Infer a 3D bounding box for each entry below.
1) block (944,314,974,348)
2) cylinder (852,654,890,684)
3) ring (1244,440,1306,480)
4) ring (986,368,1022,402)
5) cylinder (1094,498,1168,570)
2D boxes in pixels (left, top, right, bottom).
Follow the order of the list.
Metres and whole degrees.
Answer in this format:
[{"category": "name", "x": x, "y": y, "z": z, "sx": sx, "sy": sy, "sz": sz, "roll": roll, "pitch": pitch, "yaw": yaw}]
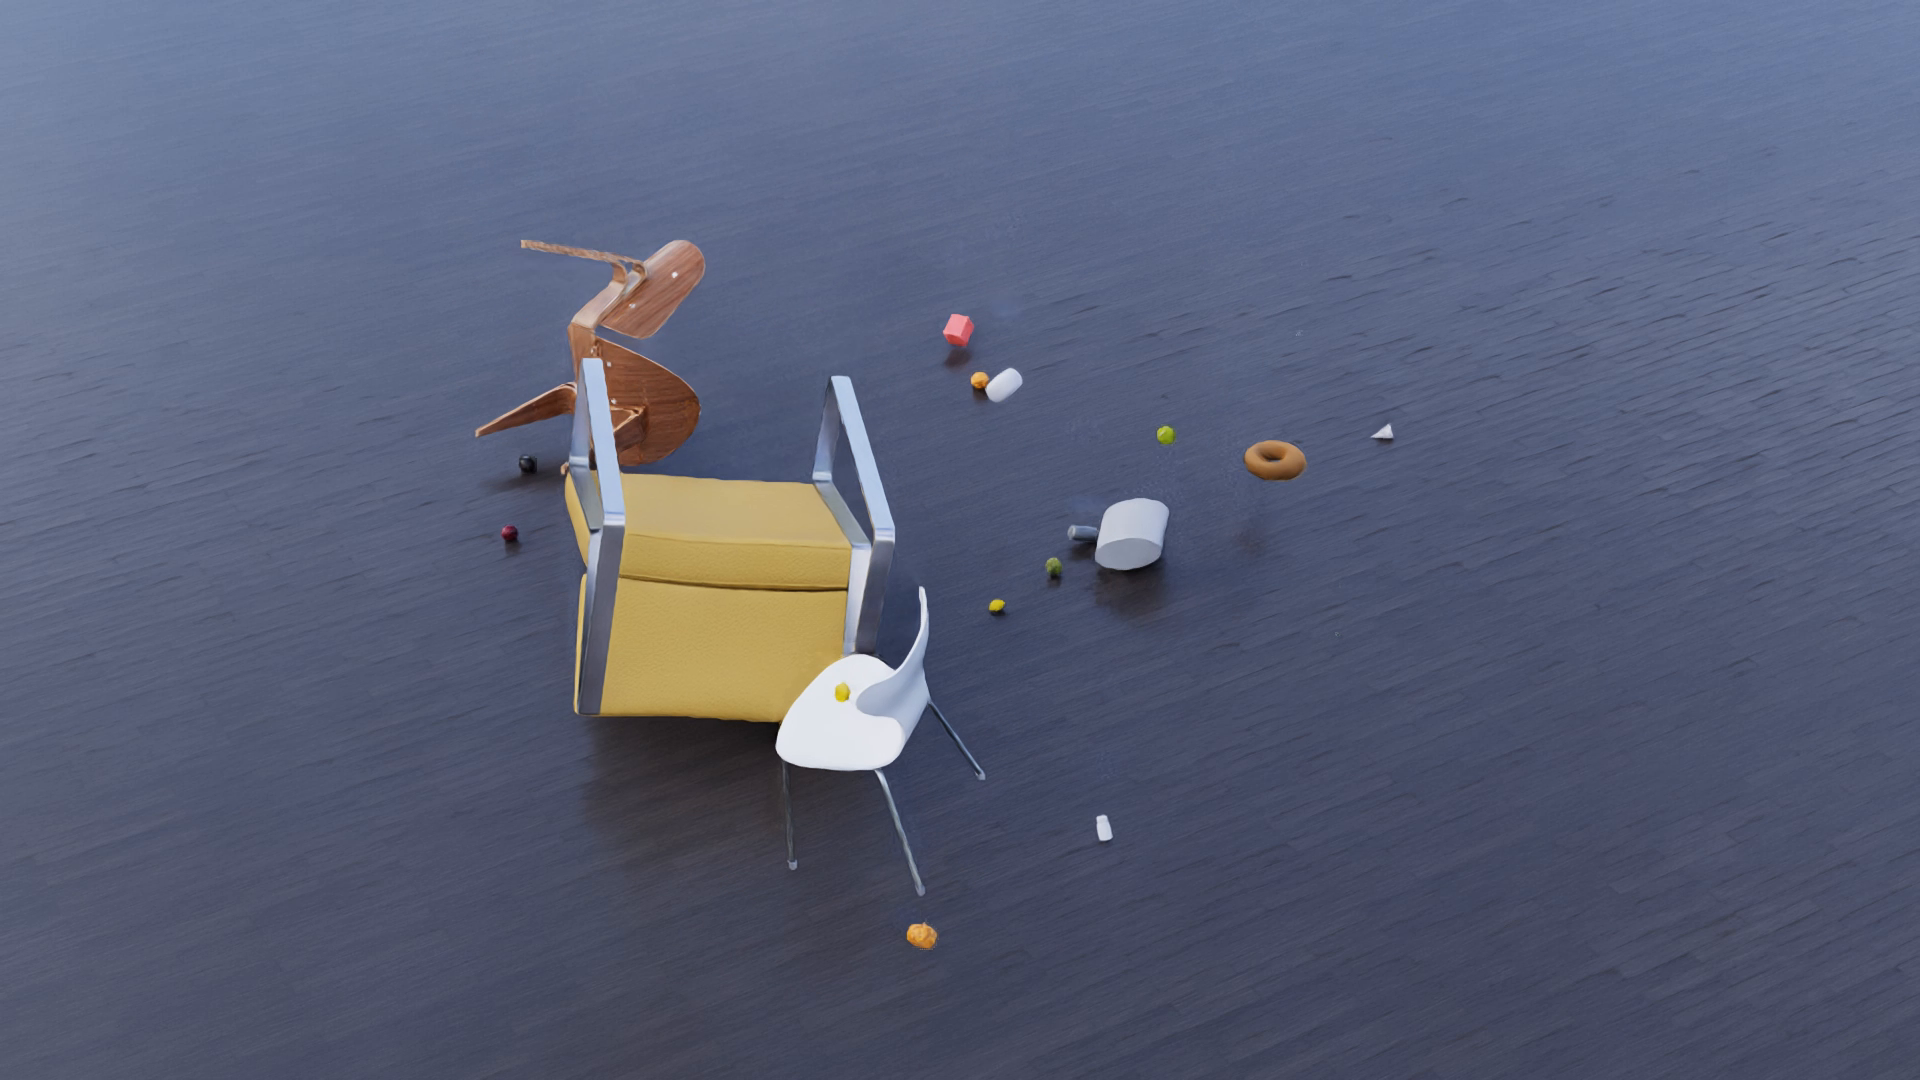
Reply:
[{"category": "block", "x": -0.005, "y": -0.867, "z": 12.123, "sx": 0.078, "sy": 0.083, "sz": 0.099, "roll": 14, "pitch": 67, "yaw": 25}, {"category": "cylinder", "x": -0.309, "y": 0.446, "z": 10.151, "sx": 0.116, "sy": 0.061, "sz": 0.062, "roll": -30, "pitch": 33, "yaw": -1}, {"category": "ring", "x": 1.183, "y": -0.298, "z": 11.013, "sx": 0.249, "sy": 0.088, "sz": 0.161, "roll": 9, "pitch": 53, "yaw": 31}, {"category": "ring", "x": 0.167, "y": -0.585, "z": 11.114, "sx": 0.148, "sy": 0.080, "sz": 0.146, "roll": -39, "pitch": 9, "yaw": 11}, {"category": "cylinder", "x": 0.633, "y": -0.022, "z": 10.789, "sx": 0.250, "sy": 0.131, "sz": 0.279, "roll": -8, "pitch": 30, "yaw": 15}]
